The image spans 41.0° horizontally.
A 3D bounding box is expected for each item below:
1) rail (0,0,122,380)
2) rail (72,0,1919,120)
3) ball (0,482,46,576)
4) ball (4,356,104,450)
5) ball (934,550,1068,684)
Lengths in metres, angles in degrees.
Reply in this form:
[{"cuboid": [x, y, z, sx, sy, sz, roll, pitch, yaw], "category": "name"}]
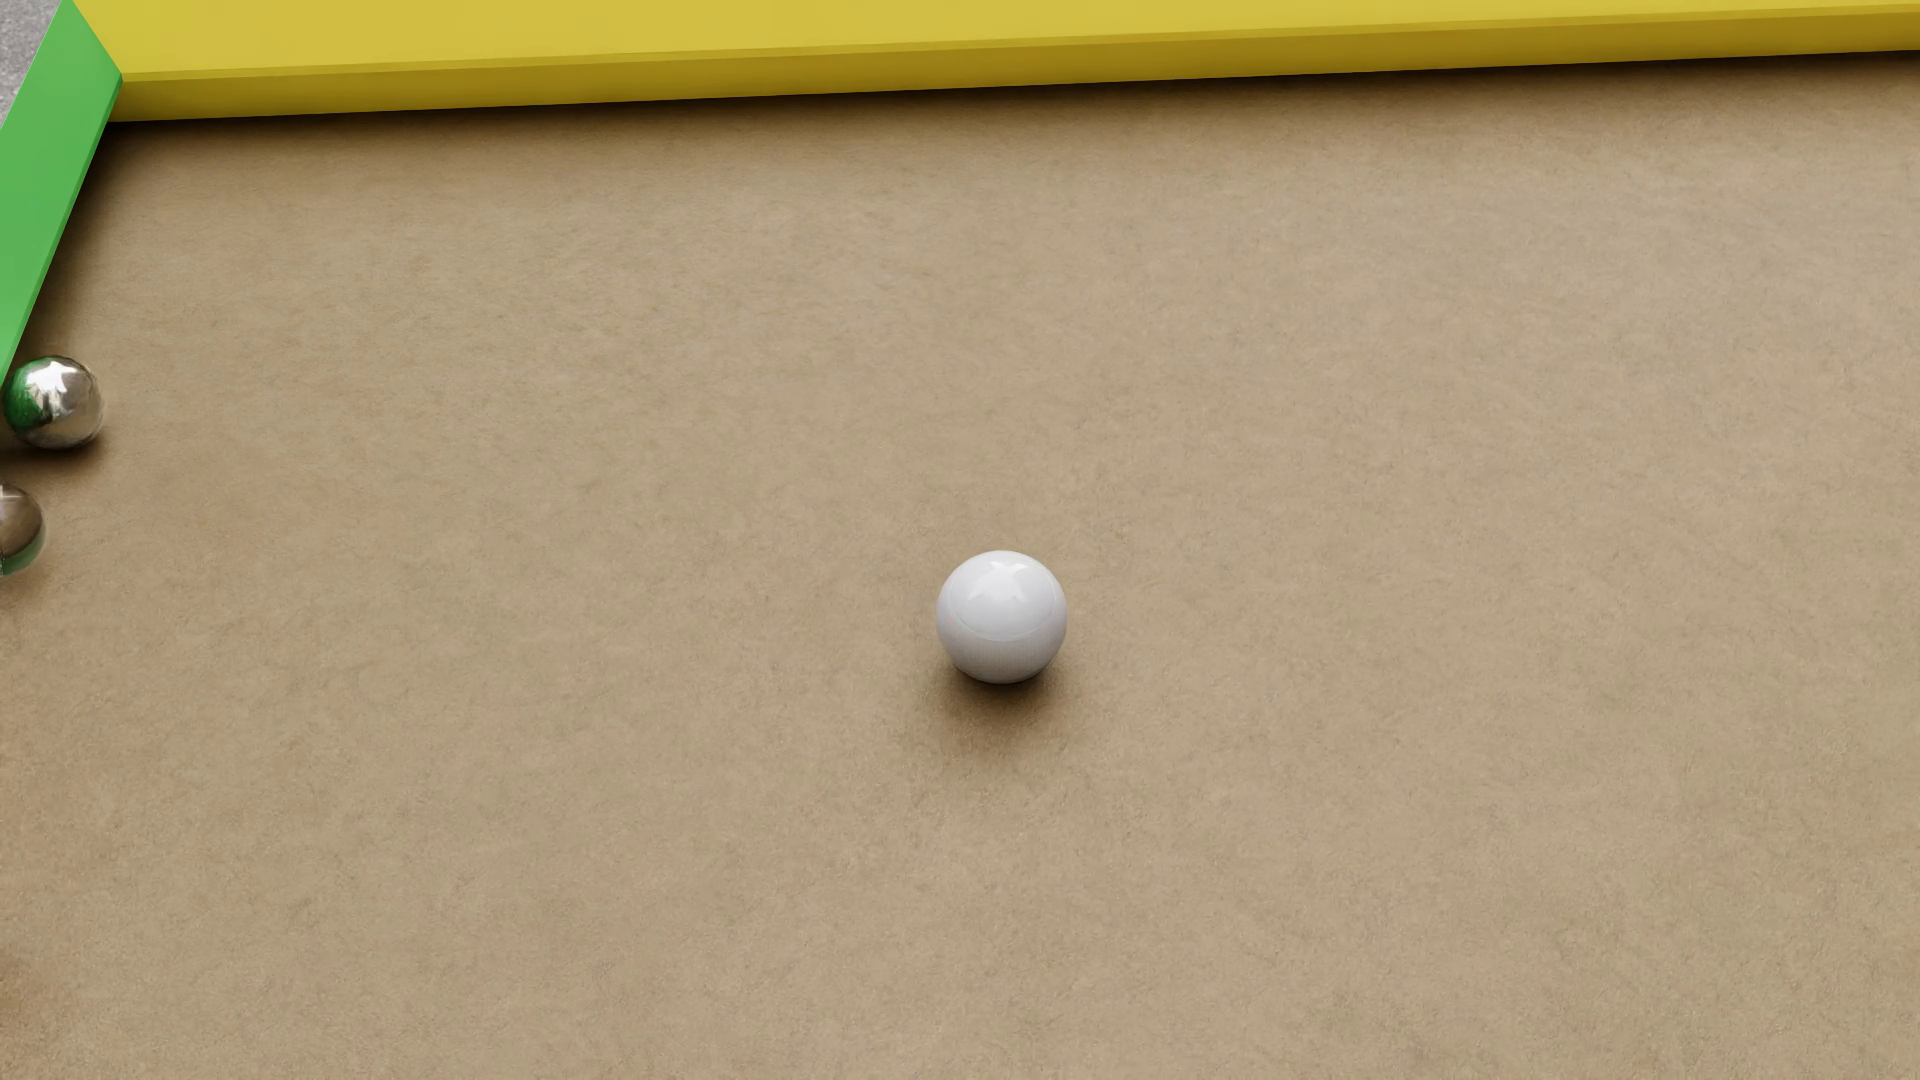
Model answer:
[{"cuboid": [-0.684, 0.017, 1.641, 0.045, 0.124, 1.533, -3, 36, -4], "category": "rail"}, {"cuboid": [0.640, -0.487, 2.346, 2.841, 0.124, 0.045, -3, 36, -4], "category": "rail"}, {"cuboid": [-0.649, -0.007, 1.728, 0.064, 0.064, 0.064, 0, 36, 0], "category": "ball"}, {"cuboid": [-0.654, -0.099, 1.853, 0.069, 0.069, 0.069, 0, 36, 0], "category": "ball"}, {"cuboid": [0.027, 0.049, 1.631, 0.085, 0.085, 0.085, 0, 36, 0], "category": "ball"}]
